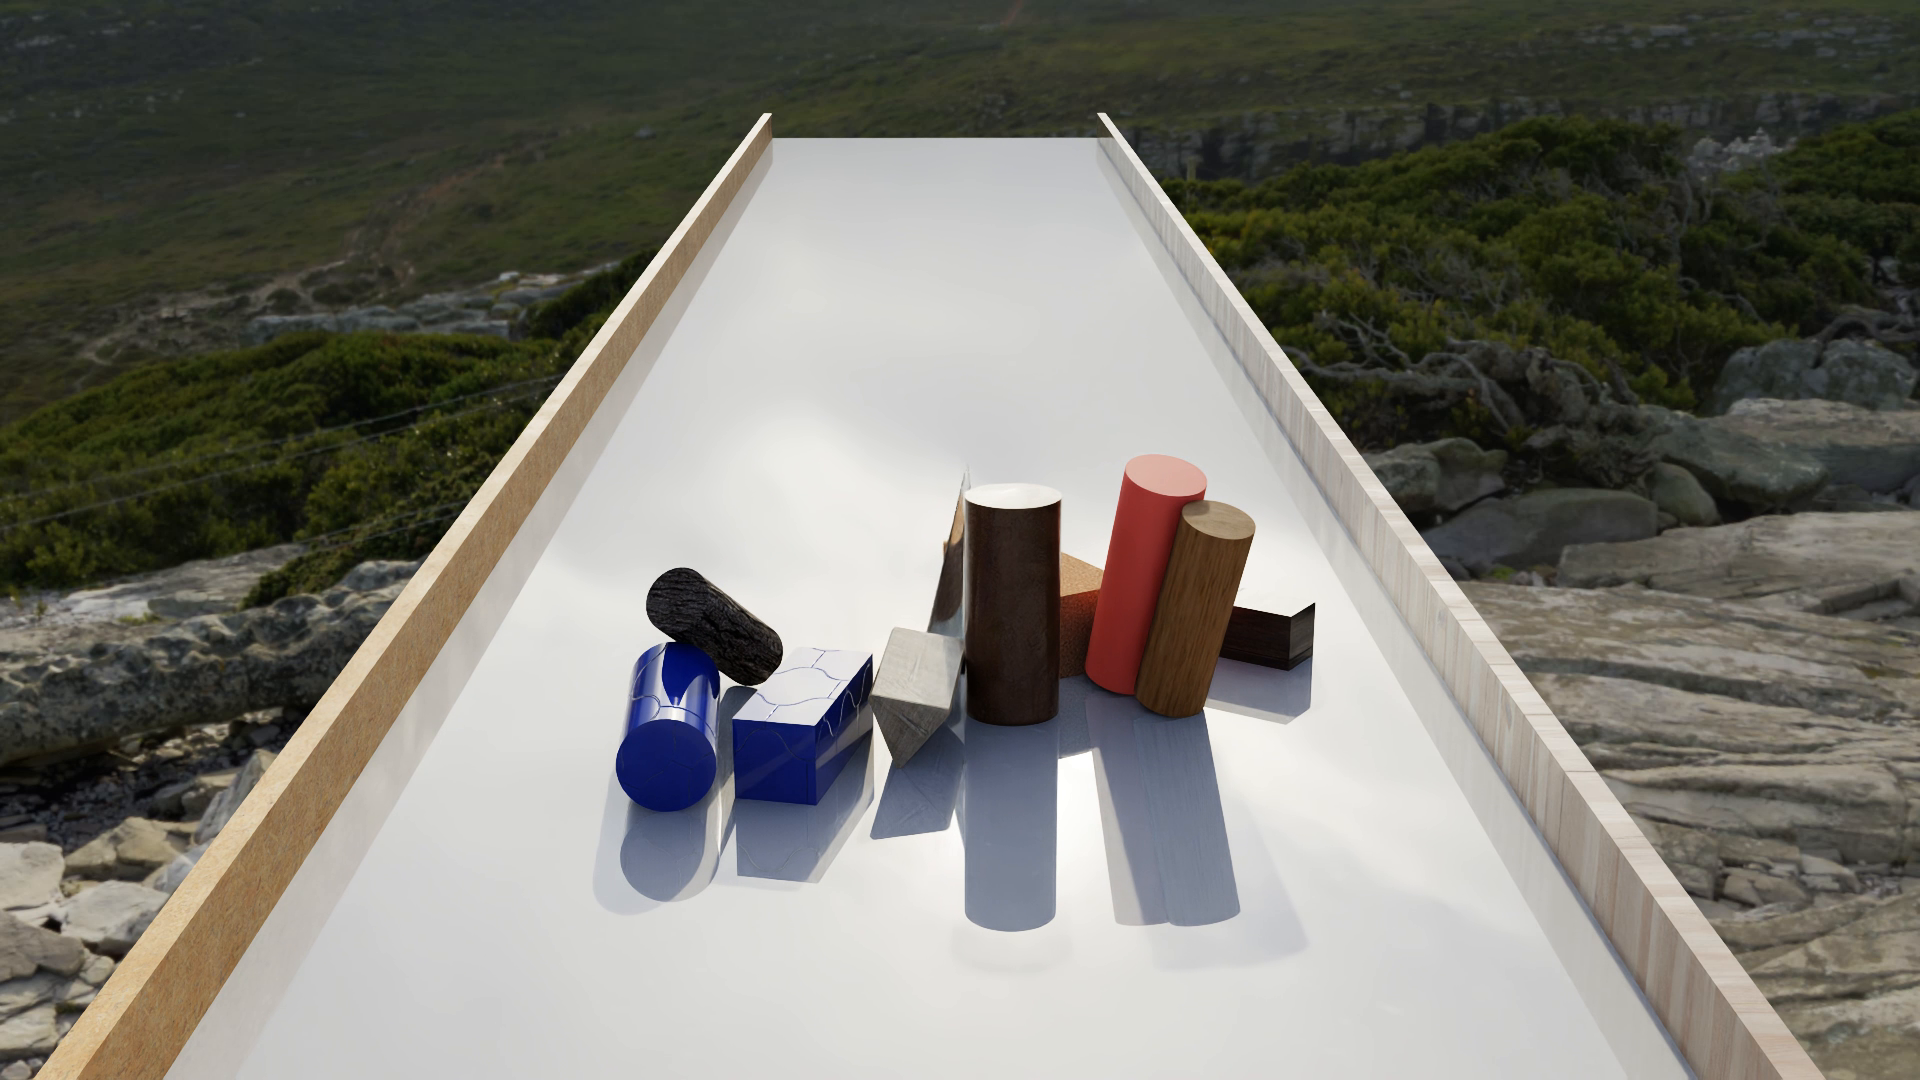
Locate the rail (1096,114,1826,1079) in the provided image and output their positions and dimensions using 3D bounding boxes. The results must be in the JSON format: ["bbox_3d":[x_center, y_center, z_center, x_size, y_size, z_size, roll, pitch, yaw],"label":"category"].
[{"bbox_3d":[0.932,-0.844,7.801,0.050,0.150,12.000,0,17,-1],"label":"rail"}]

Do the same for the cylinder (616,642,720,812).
[{"bbox_3d":[-0.507,0.321,3.856,0.167,0.167,0.391,-1,17,-5],"label":"cylinder"}]

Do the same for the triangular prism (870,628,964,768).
[{"bbox_3d":[-0.095,0.259,4.022,0.125,0.144,0.371,39,16,-7],"label":"triangular prism"}]

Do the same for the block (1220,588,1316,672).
[{"bbox_3d":[0.517,0.161,4.487,0.395,0.114,0.114,11,20,32],"label":"block"}]

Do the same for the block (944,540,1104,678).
[{"bbox_3d":[0.153,0.125,4.508,0.170,0.170,0.440,-10,19,-30],"label":"block"}]

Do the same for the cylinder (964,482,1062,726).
[{"bbox_3d":[0.098,0.119,4.093,0.178,0.419,0.178,0,17,0],"label":"cylinder"}]

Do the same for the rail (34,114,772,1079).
[{"bbox_3d":[-1.118,-0.838,7.780,0.050,0.150,12.000,0,17,-1],"label":"rail"}]

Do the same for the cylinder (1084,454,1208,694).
[{"bbox_3d":[0.350,0.068,4.174,0.154,0.444,0.154,7,31,-4],"label":"cylinder"}]

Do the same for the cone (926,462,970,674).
[{"bbox_3d":[0.002,0.041,4.326,0.136,0.424,0.136,3,19,-1],"label":"cone"}]

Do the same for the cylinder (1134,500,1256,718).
[{"bbox_3d":[0.432,0.129,4.066,0.137,0.391,0.137,9,30,-5],"label":"cylinder"}]

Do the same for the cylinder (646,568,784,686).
[{"bbox_3d":[-0.458,0.167,4.140,0.126,0.126,0.340,7,-17,22],"label":"cylinder"}]

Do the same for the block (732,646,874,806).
[{"bbox_3d":[-0.272,0.323,3.887,0.145,0.145,0.375,4,17,12],"label":"block"}]
